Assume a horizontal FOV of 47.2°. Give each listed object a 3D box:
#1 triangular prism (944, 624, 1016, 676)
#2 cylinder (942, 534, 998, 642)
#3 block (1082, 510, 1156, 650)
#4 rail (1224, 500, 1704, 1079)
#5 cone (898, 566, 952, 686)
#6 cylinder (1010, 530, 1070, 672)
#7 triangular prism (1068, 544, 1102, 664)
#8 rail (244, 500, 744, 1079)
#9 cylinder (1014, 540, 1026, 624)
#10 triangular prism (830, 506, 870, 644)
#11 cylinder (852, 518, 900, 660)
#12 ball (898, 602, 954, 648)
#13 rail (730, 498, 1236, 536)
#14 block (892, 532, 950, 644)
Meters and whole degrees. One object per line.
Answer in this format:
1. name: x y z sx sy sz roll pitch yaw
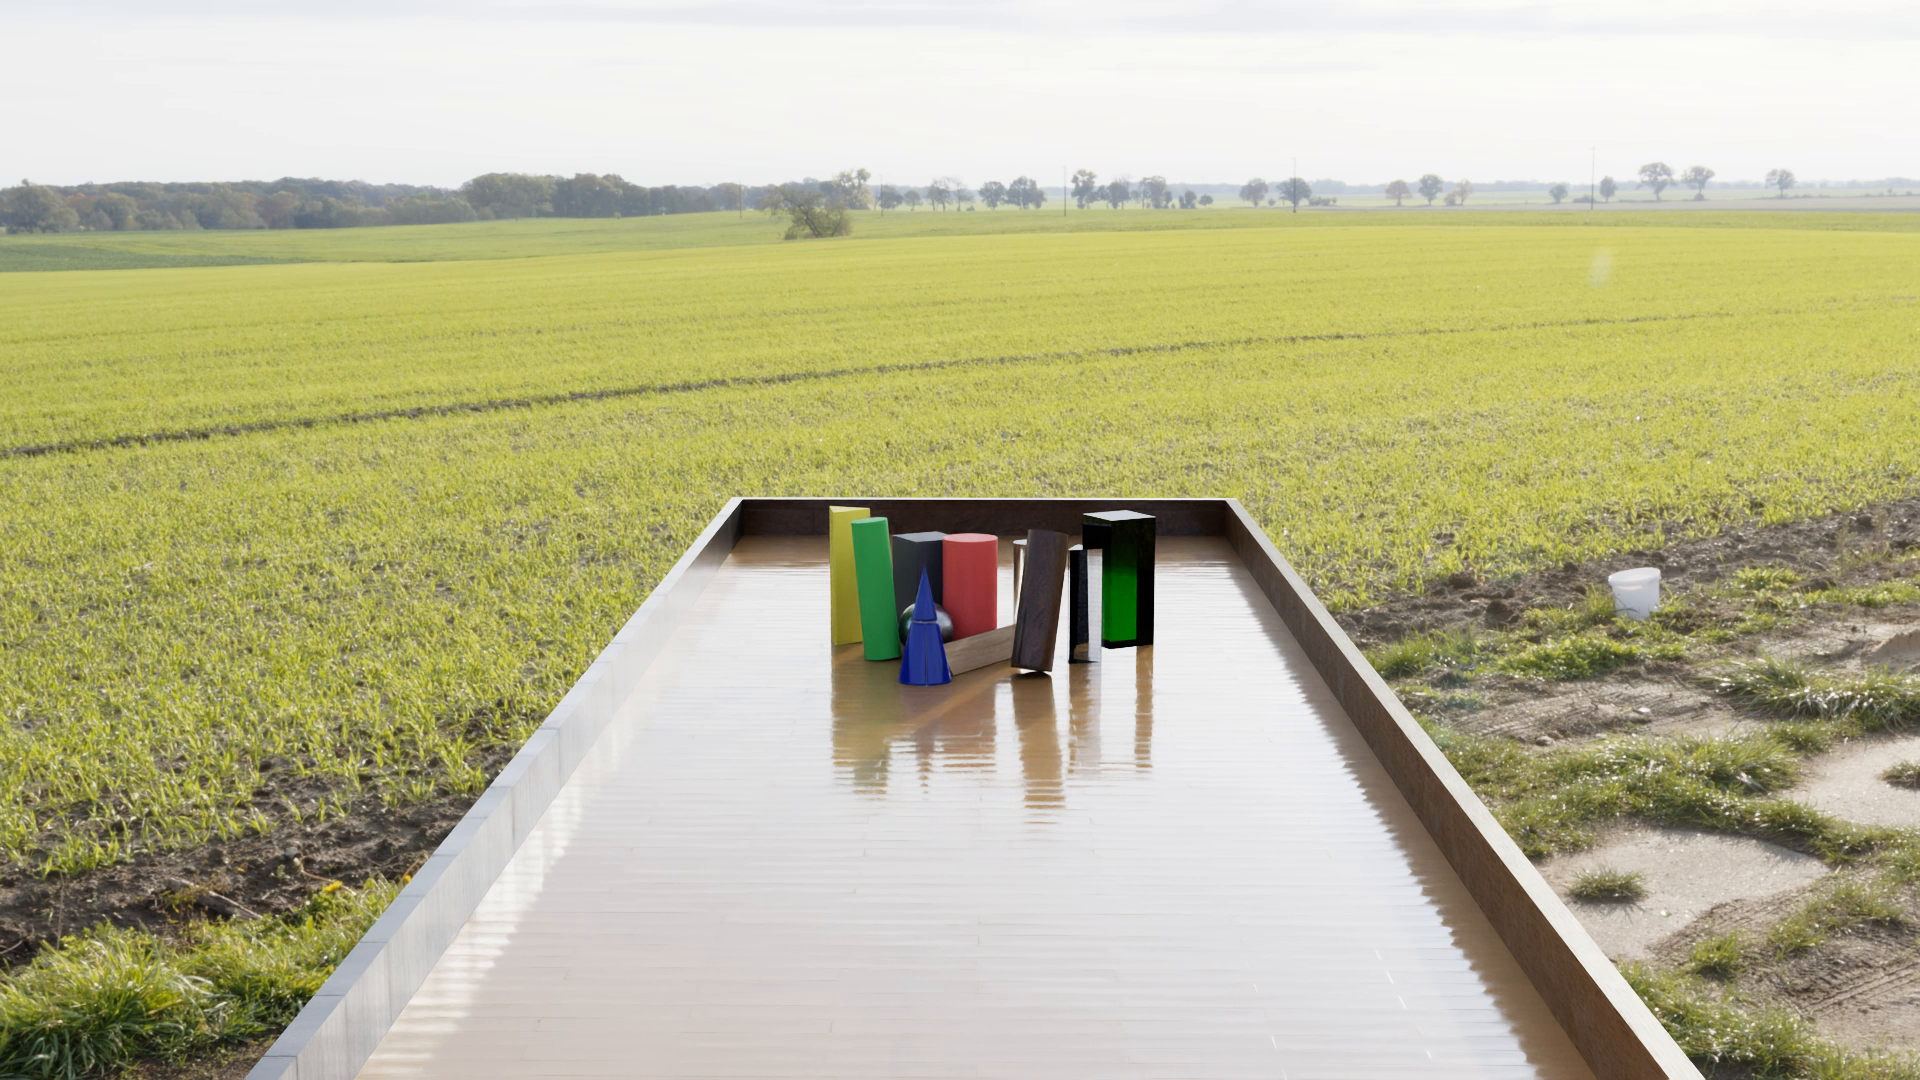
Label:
1. triangular prism: 0.058 0.326 6.656 0.101 0.087 0.416 6 11 34
2. cylinder: 0.031 0.167 6.833 0.171 0.352 0.171 0 9 0
3. block: 0.499 0.123 6.933 0.165 0.406 0.165 -5 10 -29
4. rail: 1.046 0.843 3.208 0.050 0.150 12.000 0 9 1
5. cone: -0.103 0.239 6.390 0.160 0.348 0.160 0 9 0
6. cylinder: 0.237 0.181 6.504 0.124 0.410 0.124 7 -5 1
7. triangular prism: 0.368 0.193 6.676 0.105 0.349 0.091 -2 9 -13
8. rail: -1.004 0.839 3.234 0.050 0.150 12.000 0 9 1
9. cylinder: 0.218 0.167 6.919 0.102 0.325 0.102 0 9 0
10. triangular prism: -0.375 0.108 6.977 0.138 0.422 0.120 -7 11 -38
11. cylinder: -0.256 0.148 6.701 0.111 0.422 0.111 -5 8 1
12. ball: -0.105 0.272 6.746 0.171 0.171 0.171 0 9 0
13. rail: 0.099 -0.098 9.147 2.100 0.150 0.050 0 9 1
14. block: -0.106 0.156 6.945 0.159 0.338 0.159 -5 10 -29
